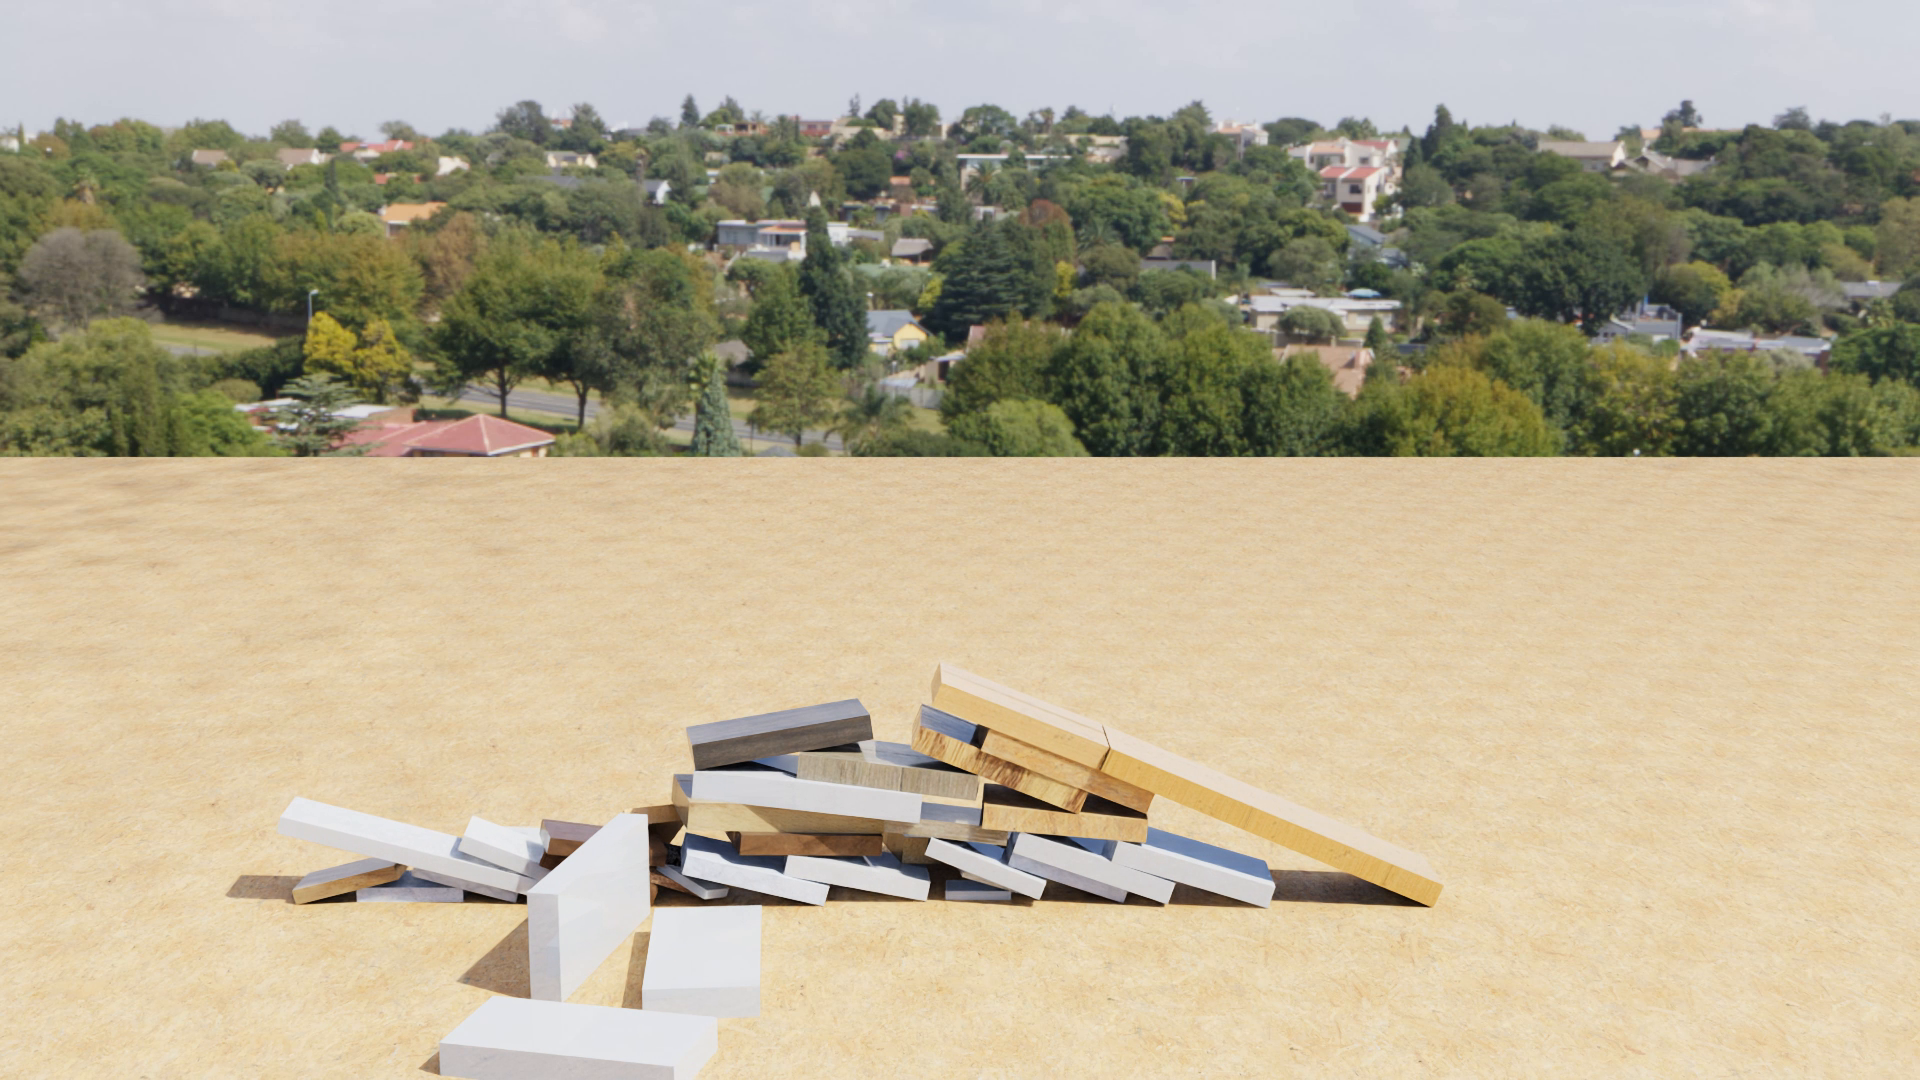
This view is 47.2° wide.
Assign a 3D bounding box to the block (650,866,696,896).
[{"bbox_3d":[-0.473,0.565,3.661,0.113,0.016,0.057,18,8,-8],"label":"block"}]

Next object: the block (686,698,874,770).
[{"bbox_3d":[-0.302,0.321,3.656,0.294,0.042,0.147,-9,8,-10],"label":"block"}]

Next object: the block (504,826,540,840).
[{"bbox_3d":[-0.709,0.527,3.745,0.209,0.104,0.030,1,55,7],"label":"block"}]

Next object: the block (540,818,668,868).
[{"bbox_3d":[-0.589,0.500,3.628,0.195,0.028,0.098,10,8,-20],"label":"block"}]

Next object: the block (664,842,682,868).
[{"bbox_3d":[-0.444,0.536,3.687,0.113,0.016,0.057,16,9,-20],"label":"block"}]

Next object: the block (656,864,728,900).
[{"bbox_3d":[-0.443,0.561,3.641,0.113,0.016,0.057,25,10,32],"label":"block"}]

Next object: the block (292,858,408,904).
[{"bbox_3d":[-1.009,0.559,3.651,0.175,0.025,0.088,-14,10,3],"label":"block"}]

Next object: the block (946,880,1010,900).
[{"bbox_3d":[0.031,0.583,3.664,0.108,0.015,0.054,0,11,1],"label":"block"}]

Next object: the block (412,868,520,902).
[{"bbox_3d":[-0.814,0.555,3.659,0.176,0.025,0.088,15,10,-4],"label":"block"}]

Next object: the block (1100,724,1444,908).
[{"bbox_3d":[0.507,0.455,3.641,0.598,0.041,0.146,23,9,-6],"label":"block"}]

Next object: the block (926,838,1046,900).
[{"bbox_3d":[0.044,0.531,3.644,0.202,0.029,0.101,22,10,0],"label":"block"}]

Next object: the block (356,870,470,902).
[{"bbox_3d":[-0.907,0.577,3.670,0.175,0.025,0.088,0,11,0],"label":"block"}]

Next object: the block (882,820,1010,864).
[{"bbox_3d":[0.031,0.513,3.819,0.329,0.047,0.165,4,11,-21],"label":"block"}]

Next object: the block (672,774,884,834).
[{"bbox_3d":[-0.305,0.441,3.679,0.329,0.047,0.165,3,10,-17],"label":"block"}]

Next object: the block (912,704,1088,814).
[{"bbox_3d":[0.065,0.360,3.635,0.294,0.042,0.147,22,9,-4],"label":"block"}]

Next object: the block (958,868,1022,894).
[{"bbox_3d":[0.050,0.556,3.650,0.108,0.015,0.054,19,10,-15],"label":"block"}]

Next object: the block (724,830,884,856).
[{"bbox_3d":[-0.260,0.490,3.660,0.239,0.034,0.120,3,10,-18],"label":"block"}]

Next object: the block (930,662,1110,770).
[{"bbox_3d":[0.096,0.287,3.609,0.292,0.041,0.146,21,9,-5],"label":"block"}]

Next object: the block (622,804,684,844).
[{"bbox_3d":[-0.542,0.500,3.789,0.104,0.030,0.209,-4,-20,-20],"label":"block"}]

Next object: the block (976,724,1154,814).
[{"bbox_3d":[0.173,0.360,3.631,0.292,0.041,0.146,21,9,-6],"label":"block"}]

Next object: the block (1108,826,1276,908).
[{"bbox_3d":[0.382,0.534,3.655,0.268,0.038,0.134,17,10,-2],"label":"block"}]

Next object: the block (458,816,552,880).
[{"bbox_3d":[-0.726,0.519,3.640,0.195,0.028,0.098,22,9,-8],"label":"block"}]

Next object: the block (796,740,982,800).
[{"bbox_3d":[-0.113,0.375,3.645,0.294,0.042,0.147,7,9,3],"label":"block"}]

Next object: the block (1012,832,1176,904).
[{"bbox_3d":[0.221,0.524,3.659,0.268,0.038,0.134,19,10,-2],"label":"block"}]

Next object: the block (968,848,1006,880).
[{"bbox_3d":[0.064,0.550,3.723,0.108,0.054,0.015,1,-33,-20],"label":"block"}]

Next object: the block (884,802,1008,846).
[{"bbox_3d":[-0.020,0.467,3.649,0.202,0.029,0.101,6,9,2],"label":"block"}]

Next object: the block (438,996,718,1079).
[{"bbox_3d":[-0.518,0.690,2.999,0.335,0.047,0.167,2,11,13],"label":"block"}]

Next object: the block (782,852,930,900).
[{"bbox_3d":[-0.174,0.546,3.669,0.239,0.034,0.120,12,8,-7],"label":"block"}]

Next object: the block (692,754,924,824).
[{"bbox_3d":[-0.247,0.404,3.650,0.373,0.047,0.165,6,9,0],"label":"block"}]

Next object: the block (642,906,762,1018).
[{"bbox_3d":[-0.384,0.632,3.310,0.167,0.047,0.335,-1,11,-5],"label":"block"}]

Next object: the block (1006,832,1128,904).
[{"bbox_3d":[0.178,0.544,3.664,0.202,0.029,0.101,18,10,-4],"label":"block"}]

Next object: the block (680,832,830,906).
[{"bbox_3d":[-0.341,0.545,3.642,0.239,0.034,0.120,15,8,-11],"label":"block"}]

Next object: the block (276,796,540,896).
[{"bbox_3d":[-0.899,0.507,3.633,0.432,0.030,0.104,15,10,-6],"label":"block"}]

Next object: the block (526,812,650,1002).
[{"bbox_3d":[-0.565,0.559,3.379,0.047,0.167,0.385,2,11,11],"label":"block"}]

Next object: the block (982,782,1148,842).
[{"bbox_3d":[0.172,0.451,3.645,0.268,0.038,0.134,5,10,-1],"label":"block"}]

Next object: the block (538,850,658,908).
[{"bbox_3d":[-0.594,0.544,3.637,0.195,0.028,0.098,22,8,-8],"label":"block"}]
